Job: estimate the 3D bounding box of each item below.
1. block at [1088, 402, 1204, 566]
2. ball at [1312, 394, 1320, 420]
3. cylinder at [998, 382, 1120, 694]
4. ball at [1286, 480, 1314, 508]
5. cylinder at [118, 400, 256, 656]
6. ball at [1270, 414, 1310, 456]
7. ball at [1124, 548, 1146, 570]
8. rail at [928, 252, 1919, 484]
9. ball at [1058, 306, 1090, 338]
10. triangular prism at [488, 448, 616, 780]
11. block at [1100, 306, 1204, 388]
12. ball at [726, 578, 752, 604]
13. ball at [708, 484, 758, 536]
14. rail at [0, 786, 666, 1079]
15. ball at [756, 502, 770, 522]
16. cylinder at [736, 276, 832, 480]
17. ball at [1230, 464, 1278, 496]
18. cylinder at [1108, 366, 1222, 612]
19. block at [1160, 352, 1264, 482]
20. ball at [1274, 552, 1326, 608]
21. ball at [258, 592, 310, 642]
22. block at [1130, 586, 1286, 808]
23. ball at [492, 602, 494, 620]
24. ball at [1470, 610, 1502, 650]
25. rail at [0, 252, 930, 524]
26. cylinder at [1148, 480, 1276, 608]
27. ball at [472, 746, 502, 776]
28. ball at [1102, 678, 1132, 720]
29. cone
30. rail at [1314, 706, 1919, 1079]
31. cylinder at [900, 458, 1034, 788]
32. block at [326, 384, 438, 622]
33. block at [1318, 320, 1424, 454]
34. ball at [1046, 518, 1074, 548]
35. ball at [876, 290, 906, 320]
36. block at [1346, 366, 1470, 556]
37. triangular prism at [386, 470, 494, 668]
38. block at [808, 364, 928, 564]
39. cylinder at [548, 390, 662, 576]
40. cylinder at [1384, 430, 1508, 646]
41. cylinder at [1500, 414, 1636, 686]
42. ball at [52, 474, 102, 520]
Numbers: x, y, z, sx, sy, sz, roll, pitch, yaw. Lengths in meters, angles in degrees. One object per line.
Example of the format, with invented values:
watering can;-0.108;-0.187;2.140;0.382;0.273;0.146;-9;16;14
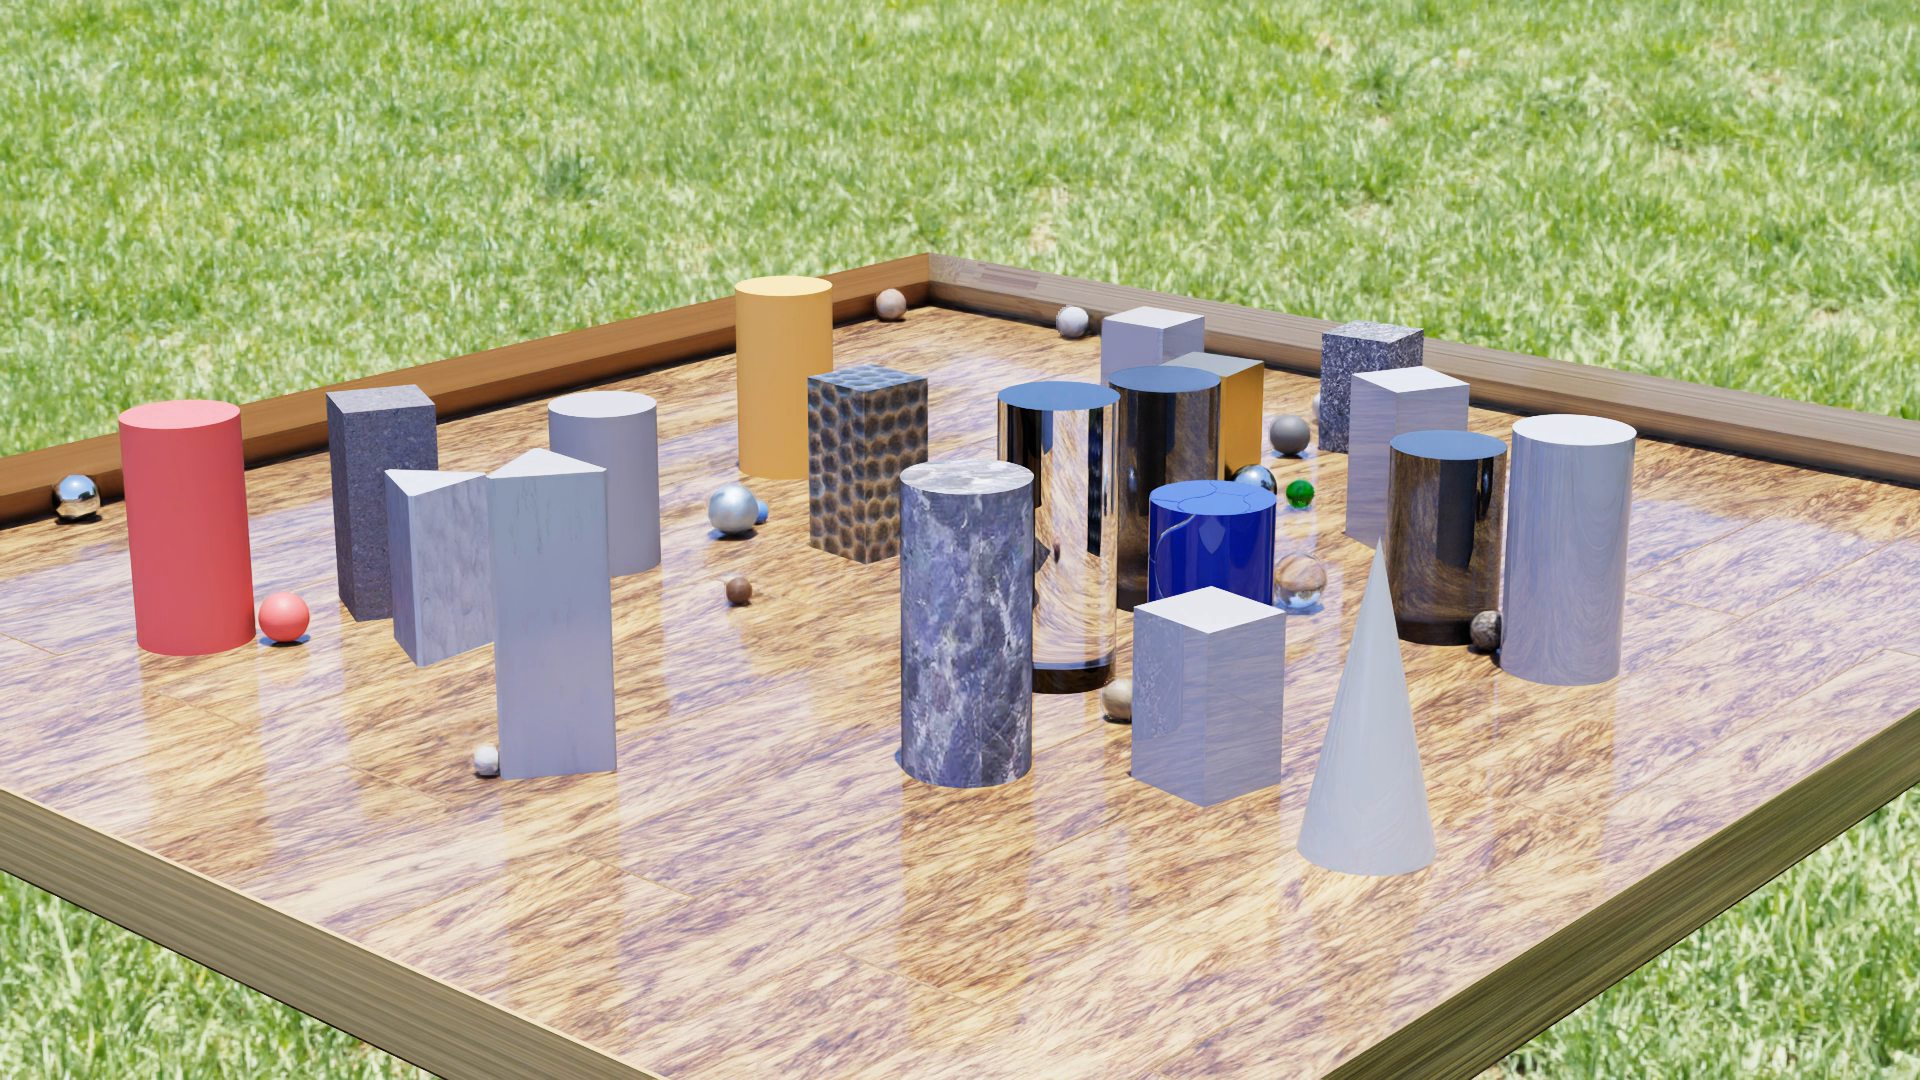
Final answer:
block;0.337;-0.105;5.350;0.154;0.255;0.154;-7;18;-23
ball;0.787;-0.286;6.277;0.067;0.067;0.067;0;17;0
cylinder;0.155;-0.005;4.661;0.193;0.462;0.193;0;17;0
ball;0.655;-0.089;5.645;0.055;0.055;0.055;0;17;0
cylinder;-1.276;-0.022;4.850;0.193;0.385;0.193;0;17;0
ball;0.677;-0.216;6.015;0.084;0.084;0.084;0;17;0
ball;0.315;0.035;5.259;0.041;0.041;0.041;0;17;0
rail;1.149;-0.351;6.387;3.297;0.125;0.045;14;22;39
ball;0.273;-0.523;7.050;0.075;0.075;0.075;0;17;0
triangular prism;-0.605;0.105;4.304;0.167;0.459;0.145;-4;17;-13
block;0.402;-0.340;6.128;0.154;0.256;0.154;13;21;36
ball;-0.383;0.088;5.072;0.047;0.047;0.047;0;17;0
ball;-0.424;-0.056;5.467;0.095;0.095;0.095;0;17;0
rail;-1.149;0.414;3.853;3.297;0.125;0.045;14;22;39
ball;-0.382;-0.053;5.549;0.041;0.041;0.041;0;17;0
cylinder;-0.351;-0.327;5.881;0.193;0.373;0.193;0;17;0
ball;0.561;-0.098;5.610;0.094;0.094;0.094;0;17;0
cylinder;0.348;-0.087;5.053;0.193;0.393;0.193;0;17;0
block;0.482;-0.212;5.687;0.154;0.266;0.154;11;20;31
ball;0.582;0.070;5.044;0.097;0.097;0.097;0;17;0
ball;-1.124;0.128;4.876;0.084;0.084;0.084;0;17;0
block;0.359;0.225;4.245;0.154;0.263;0.154;-13;21;-37
ball;-0.806;0.126;4.916;0.064;0.064;0.064;0;17;0
ball;0.873;0.150;4.834;0.066;0.066;0.066;0;17;0
rail;-1.227;-0.276;6.140;0.045;0.125;3.552;14;22;39
cylinder;0.384;0.102;4.505;0.193;0.348;0.193;0;17;0
ball;-0.692;0.324;4.296;0.044;0.044;0.044;0;17;0
ball;0.251;0.245;4.525;0.063;0.063;0.063;0;17;0
cone;0.560;0.209;3.973;0.193;0.450;0.193;0;17;0
rail;1.227;0.339;4.101;0.045;0.125;3.552;14;22;39
cylinder;0.010;0.120;4.280;0.193;0.443;0.193;0;17;0
block;-0.983;-0.065;5.024;0.154;0.366;0.154;-7;18;-21
block;0.848;-0.311;6.048;0.154;0.247;0.154;11;20;33
ball;0.183;-0.012;5.395;0.053;0.053;0.053;0;17;0
ball;-0.171;-0.580;7.231;0.078;0.078;0.078;0;17;0
block;0.821;-0.145;5.392;0.154;0.309;0.154;-7;18;-23
triangular prism;-0.885;0.036;4.823;0.145;0.290;0.167;12;21;35
block;-0.167;-0.141;5.355;0.154;0.321;0.154;-15;23;-41
cylinder;-0.638;-0.102;5.274;0.193;0.294;0.193;0;17;0
cylinder;0.810;-0.005;4.907;0.193;0.320;0.193;0;17;0
cylinder;0.974;0.015;4.708;0.193;0.397;0.193;0;17;0
ball;-1.674;-0.081;5.558;0.089;0.089;0.089;0;17;0
